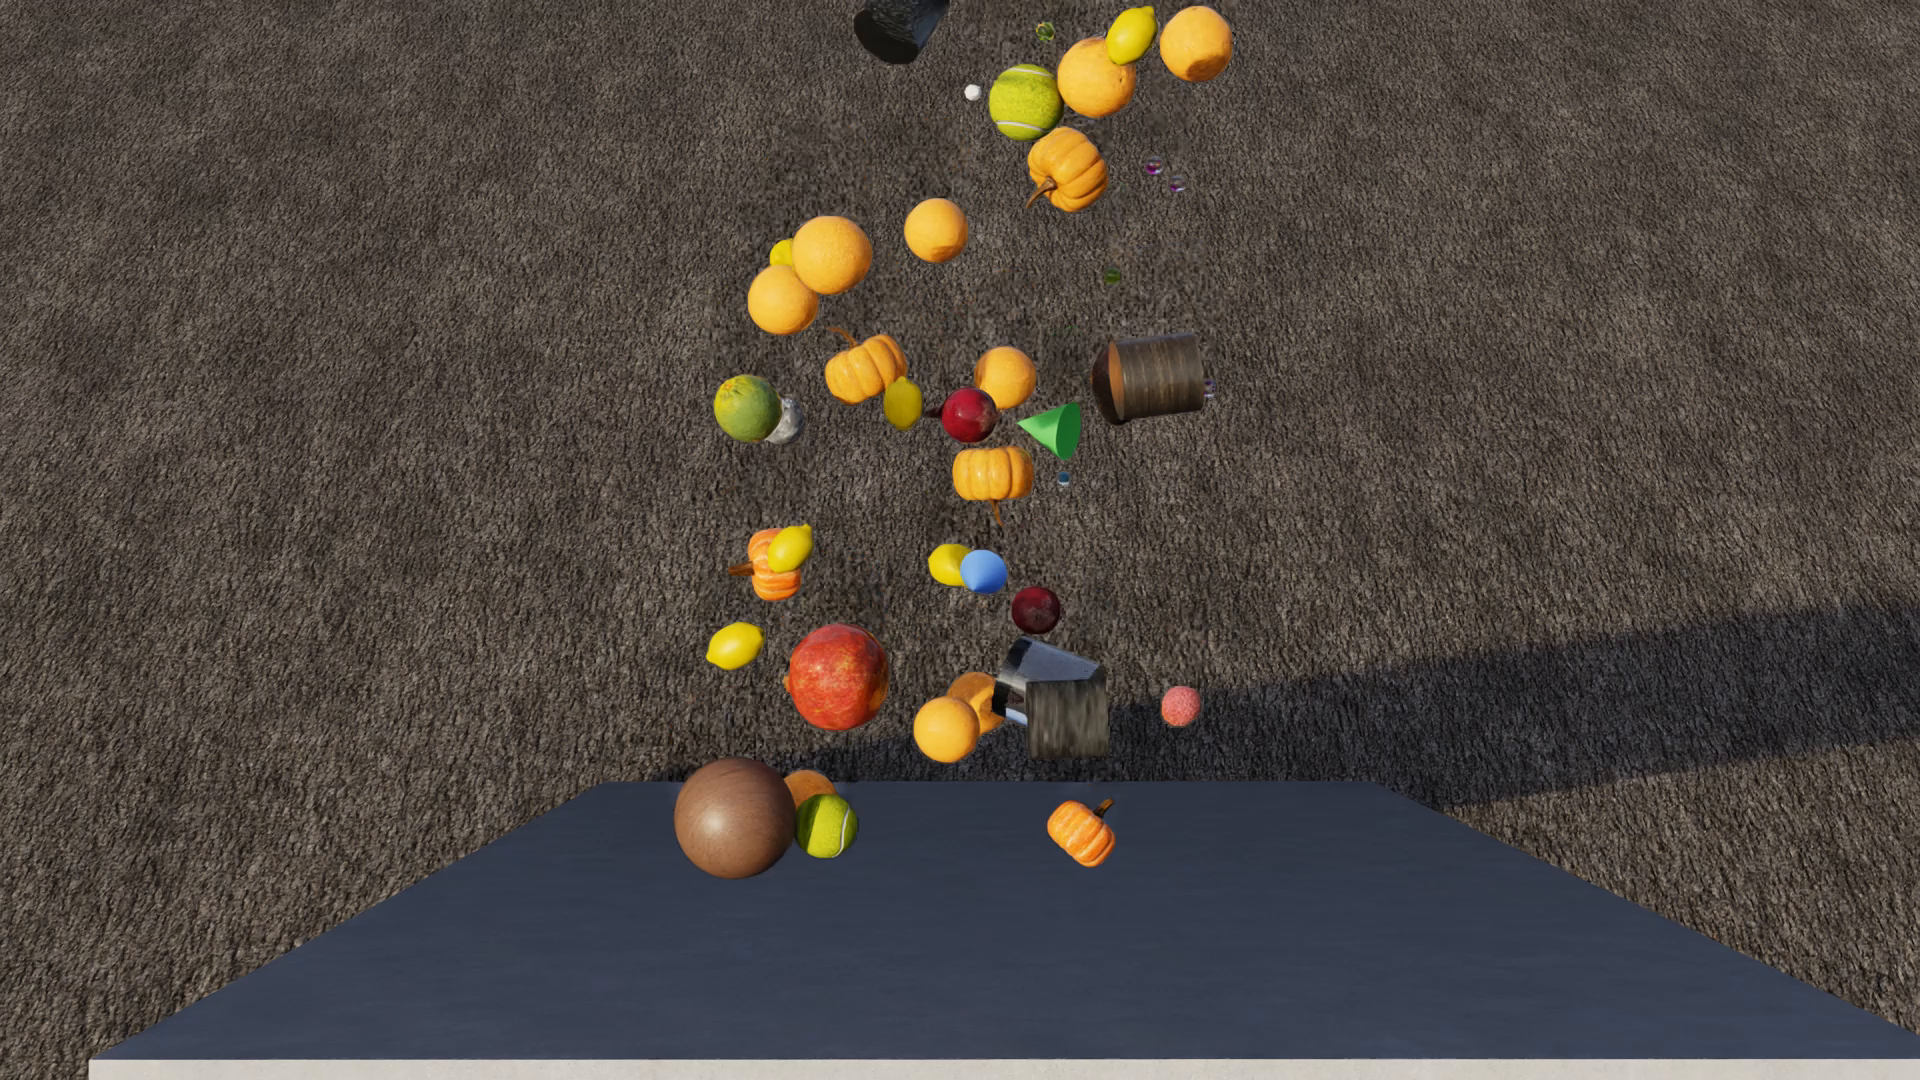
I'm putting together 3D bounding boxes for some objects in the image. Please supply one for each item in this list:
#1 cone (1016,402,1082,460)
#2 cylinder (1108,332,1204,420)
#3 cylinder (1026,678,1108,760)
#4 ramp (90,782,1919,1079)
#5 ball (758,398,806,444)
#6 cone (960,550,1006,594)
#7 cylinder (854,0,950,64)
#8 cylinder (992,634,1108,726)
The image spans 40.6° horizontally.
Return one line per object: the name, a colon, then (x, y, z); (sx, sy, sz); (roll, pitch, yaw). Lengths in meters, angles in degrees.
cone: (0.093, -0.128, 2.938); (0.066, 0.066, 0.066); (11, 34, 26)
cylinder: (0.190, -0.159, 2.510); (0.077, 0.077, 0.077); (-8, 34, -5)
cylinder: (0.110, 0.185, 2.680); (0.080, 0.080, 0.080); (-2, 33, -1)
ramp: (0.073, 0.641, 4.756); (2.000, 0.100, 4.000); (0, -1, 0)
ball: (-0.188, -0.125, 2.729); (0.050, 0.050, 0.050); (0, 33, 0)
cone: (0.020, 0.046, 2.880); (0.054, 0.054, 0.054); (7, 24, 11)
cylinder: (-0.058, -0.530, 2.609); (0.073, 0.073, 0.073); (17, 60, 24)
cylinder: (0.097, 0.161, 2.785); (0.092, 0.092, 0.092); (21, 38, 19)
